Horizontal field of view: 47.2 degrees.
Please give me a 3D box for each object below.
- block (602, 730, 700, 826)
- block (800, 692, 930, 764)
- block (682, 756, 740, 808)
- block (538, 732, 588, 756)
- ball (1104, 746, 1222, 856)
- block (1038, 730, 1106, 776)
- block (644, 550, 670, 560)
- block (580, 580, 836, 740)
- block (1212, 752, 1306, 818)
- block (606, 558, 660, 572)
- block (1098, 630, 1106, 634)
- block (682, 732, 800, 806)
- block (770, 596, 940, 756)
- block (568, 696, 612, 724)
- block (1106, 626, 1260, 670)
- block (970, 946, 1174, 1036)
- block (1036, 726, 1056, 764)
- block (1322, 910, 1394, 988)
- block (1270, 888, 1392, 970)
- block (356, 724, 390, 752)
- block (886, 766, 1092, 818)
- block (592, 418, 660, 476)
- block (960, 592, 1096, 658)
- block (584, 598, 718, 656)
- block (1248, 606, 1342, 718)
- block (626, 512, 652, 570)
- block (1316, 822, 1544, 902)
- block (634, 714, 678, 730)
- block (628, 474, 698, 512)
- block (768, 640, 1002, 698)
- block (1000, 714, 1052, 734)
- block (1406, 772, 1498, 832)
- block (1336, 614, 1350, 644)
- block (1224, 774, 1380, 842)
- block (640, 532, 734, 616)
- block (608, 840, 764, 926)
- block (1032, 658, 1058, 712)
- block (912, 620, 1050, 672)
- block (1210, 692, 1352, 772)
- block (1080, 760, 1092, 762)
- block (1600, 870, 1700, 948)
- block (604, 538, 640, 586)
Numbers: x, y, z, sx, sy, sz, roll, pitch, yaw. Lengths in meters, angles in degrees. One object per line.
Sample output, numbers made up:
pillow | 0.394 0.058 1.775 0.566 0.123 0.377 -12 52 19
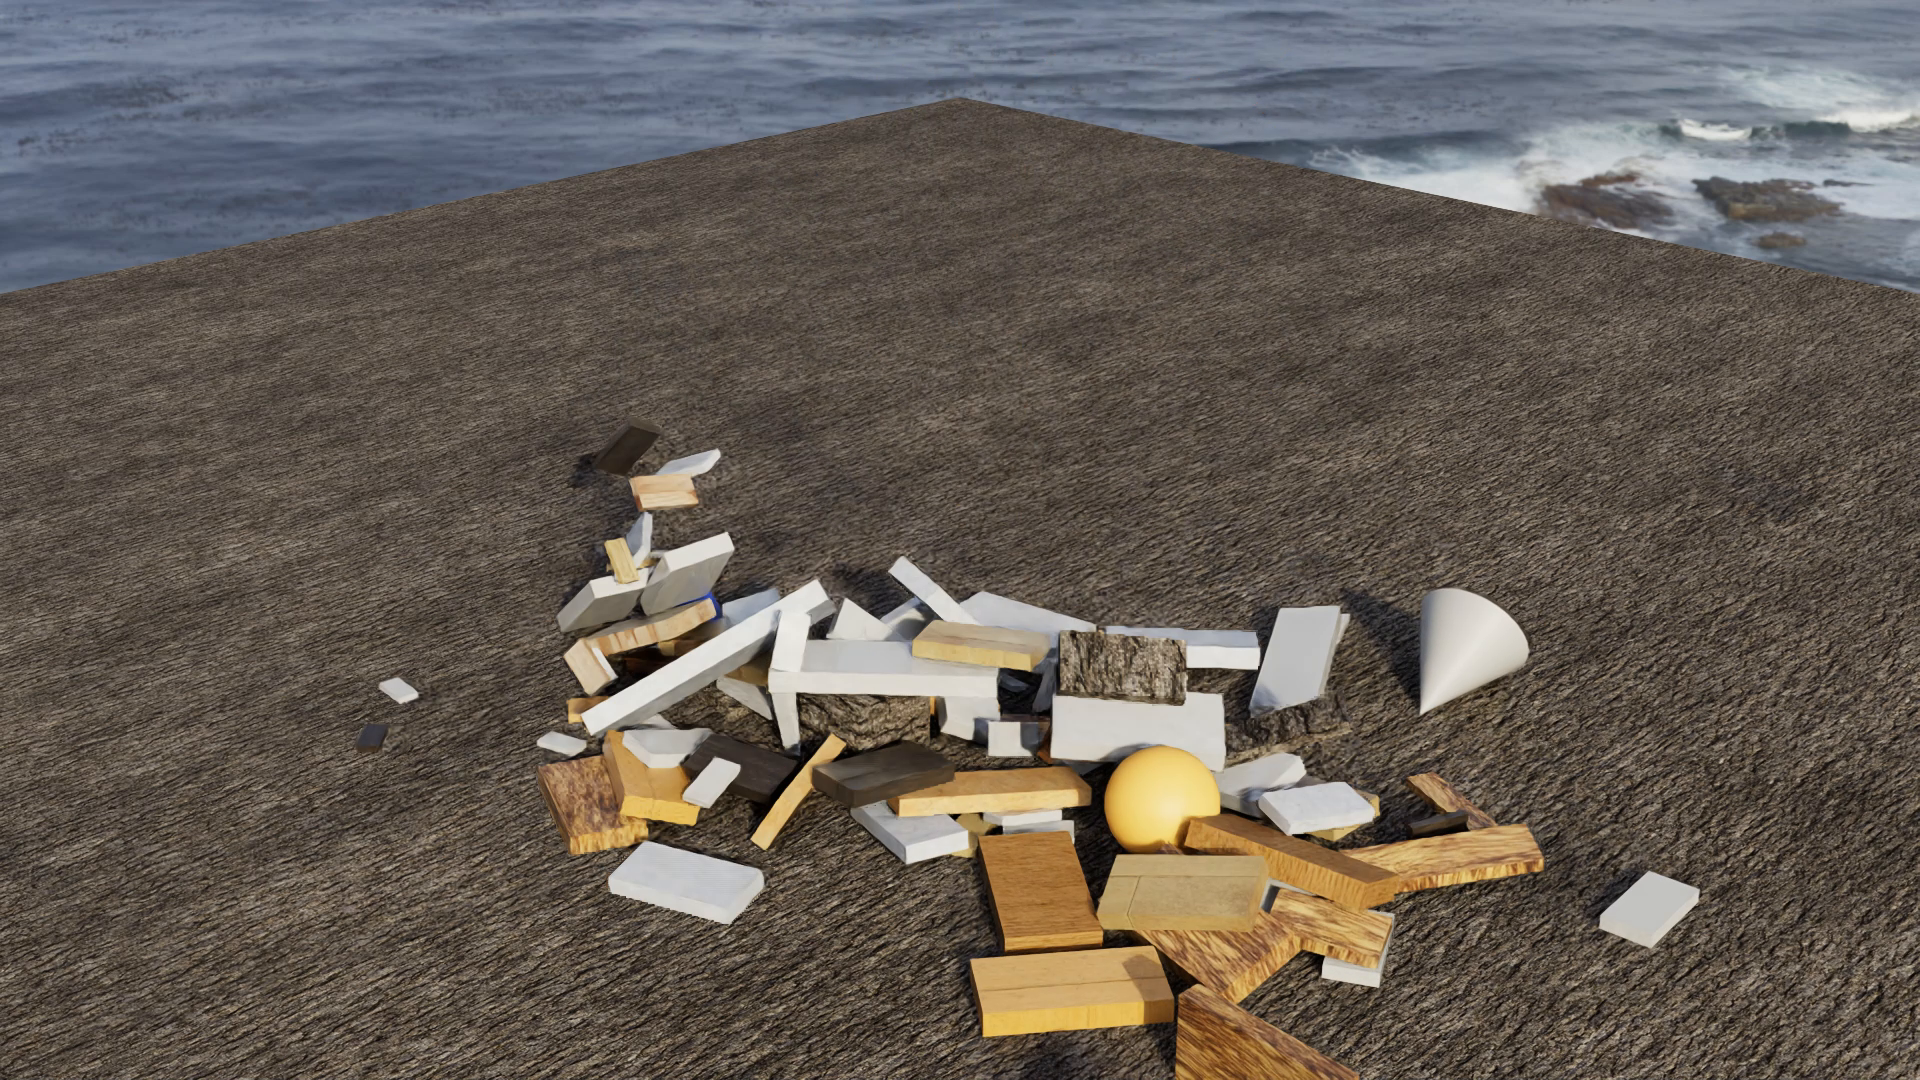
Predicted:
block | -0.634 0.483 4.494 0.153 0.043 0.306 12 16 -20
block | -0.200 0.379 4.620 0.193 0.193 0.193 -21 31 -40
block | -0.497 0.485 4.400 0.060 0.017 0.120 14 41 25
block | -0.853 0.437 4.714 0.096 0.014 0.048 12 26 26
ball | 0.393 0.512 4.263 0.226 0.226 0.226 0 23 0
block | 0.314 0.401 4.676 0.287 0.041 0.144 -26 32 -21
block | -0.707 0.034 5.074 0.051 0.015 0.103 -6 3 -34
block | -0.527 0.258 4.664 0.566 0.049 0.173 -30 -10 -2
block | 0.541 0.469 4.469 0.148 0.042 0.295 -39 31 -28
block | -0.751 0.055 5.098 0.122 0.017 0.061 -6 2 17
block | 0.298 0.265 5.047 0.021 0.072 0.145 38 24 -6
block | -0.442 0.465 4.459 0.216 0.031 0.108 15 42 27
block | -0.209 0.287 4.855 0.043 0.153 0.564 2 22 37
block | -0.770 0.370 4.862 0.192 0.021 0.075 -5 23 -11
block | 0.511 0.248 5.068 0.346 0.049 0.173 2 11 4
block | 0.193 0.787 3.845 0.332 0.047 0.166 -3 23 -7
block | 0.264 0.350 4.614 0.036 0.129 0.257 37 49 15
block | 0.724 0.736 3.990 0.102 0.029 0.203 7 24 16
block | 0.662 0.698 3.957 0.209 0.030 0.104 13 40 20
block | -1.266 0.427 4.738 0.048 0.014 0.096 0 23 0
block | 0.053 0.505 4.428 0.405 0.037 0.131 -1 15 -19
block | -0.768 -0.213 5.063 0.079 0.180 0.022 15 50 -33
block | 0.139 0.208 5.210 0.329 0.047 0.164 16 28 32
block | -0.722 0.207 5.048 0.311 0.044 0.155 -15 9 37
block | 0.769 0.279 5.010 0.144 0.041 0.510 -3 22 18
block | -0.739 0.006 5.056 0.022 0.079 0.157 29 24 -21
block | 0.865 0.618 4.184 0.472 0.030 0.104 -8 34 -4
block | -0.650 0.415 4.761 0.061 0.017 0.135 -16 28 -33
block | -0.660 -0.107 4.909 0.149 0.075 0.021 -6 -19 -41
block | -0.153 0.266 4.573 0.470 0.047 0.164 1 21 4
block | 0.159 0.407 4.776 0.145 0.021 0.072 3 23 7
block | 0.997 0.537 4.470 0.067 0.019 0.232 -9 25 -20
block | 0.884 0.207 5.248 0.067 0.019 0.133 8 24 19
block | 0.677 0.524 4.422 0.148 0.042 0.295 -21 23 -40
block | -0.620 0.079 4.979 0.155 0.044 0.311 -20 -13 -24
block | -0.519 0.649 4.173 0.262 0.037 0.131 10 30 23
block | 0.199 0.318 4.844 0.017 0.120 0.060 28 20 28
block | 0.045 0.218 4.568 0.257 0.036 0.129 6 19 18
block | 0.575 0.410 4.468 0.434 0.029 0.102 -18 29 11
block | 0.346 0.412 4.547 0.204 0.029 0.102 -10 14 4
block | 1.287 0.688 4.103 0.102 0.029 0.203 19 29 37
block | -0.758 0.047 4.933 0.015 0.103 0.051 -29 -10 40
